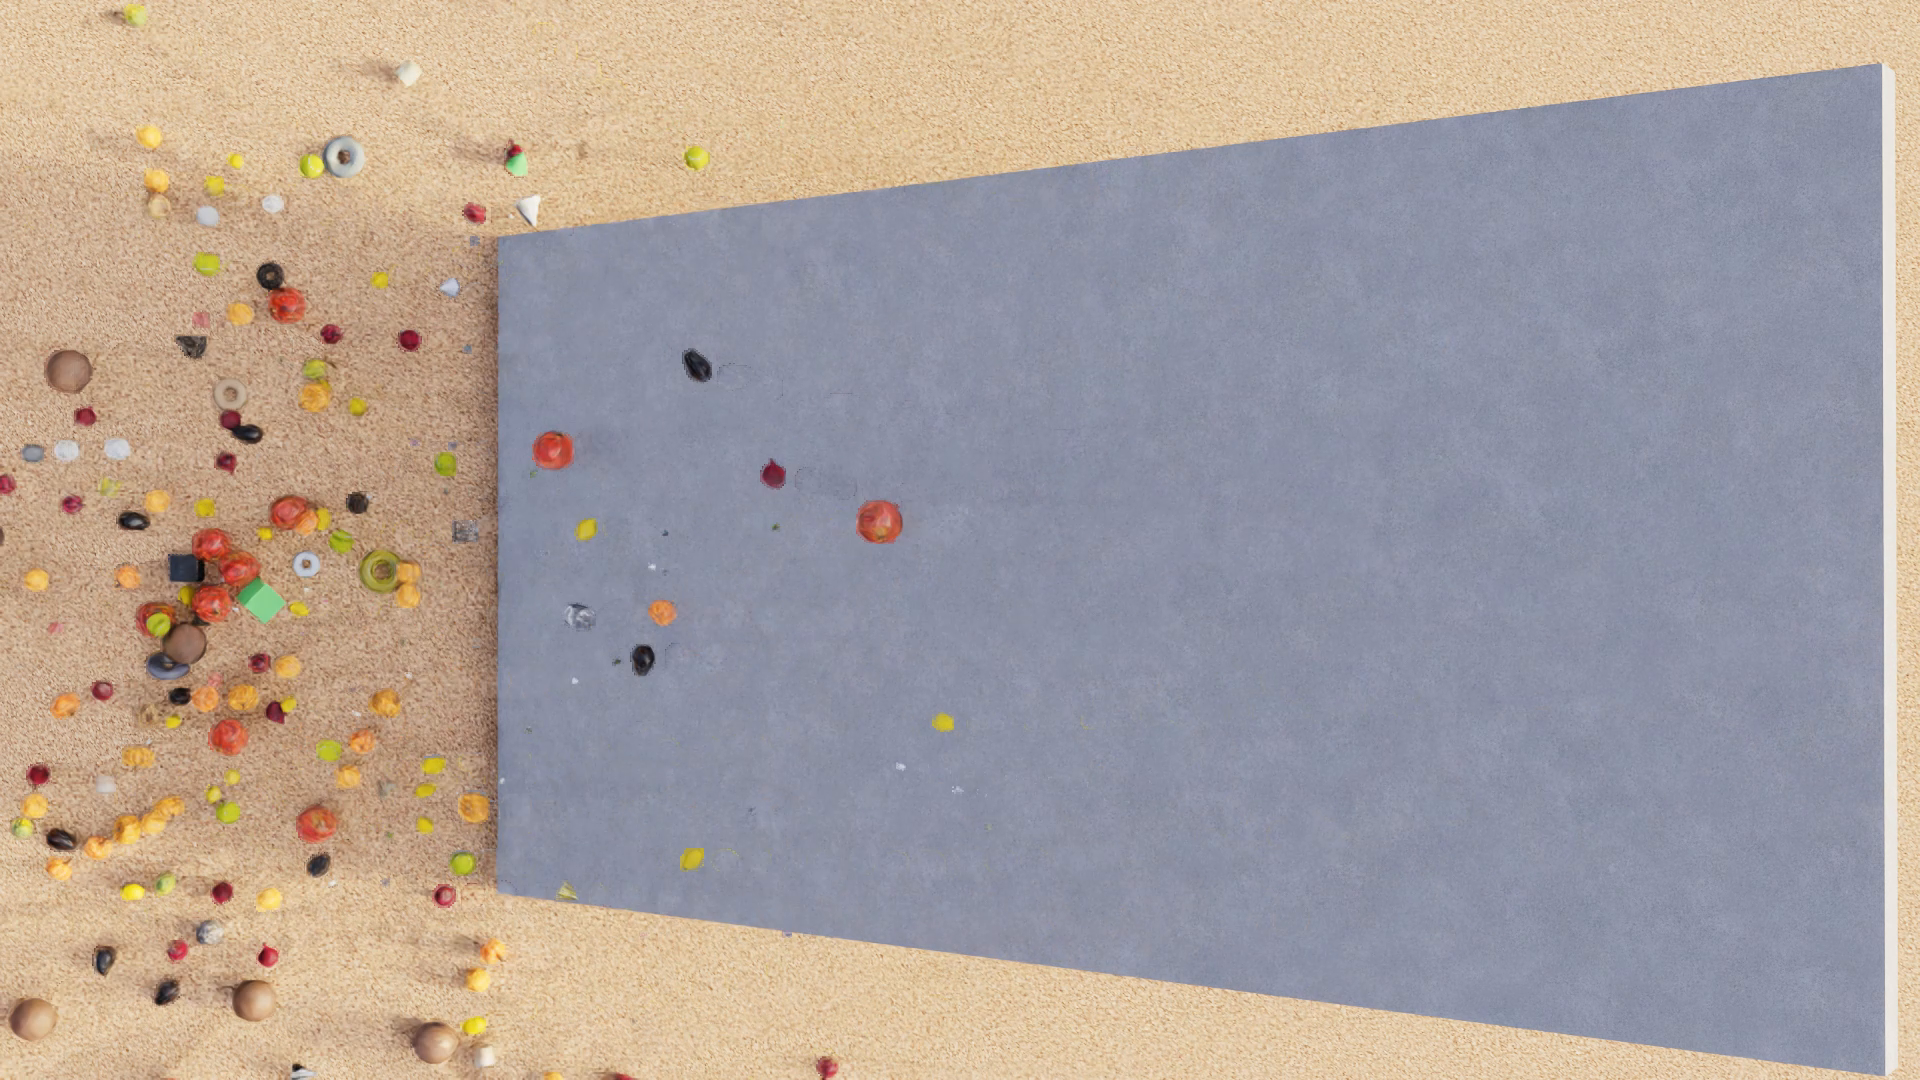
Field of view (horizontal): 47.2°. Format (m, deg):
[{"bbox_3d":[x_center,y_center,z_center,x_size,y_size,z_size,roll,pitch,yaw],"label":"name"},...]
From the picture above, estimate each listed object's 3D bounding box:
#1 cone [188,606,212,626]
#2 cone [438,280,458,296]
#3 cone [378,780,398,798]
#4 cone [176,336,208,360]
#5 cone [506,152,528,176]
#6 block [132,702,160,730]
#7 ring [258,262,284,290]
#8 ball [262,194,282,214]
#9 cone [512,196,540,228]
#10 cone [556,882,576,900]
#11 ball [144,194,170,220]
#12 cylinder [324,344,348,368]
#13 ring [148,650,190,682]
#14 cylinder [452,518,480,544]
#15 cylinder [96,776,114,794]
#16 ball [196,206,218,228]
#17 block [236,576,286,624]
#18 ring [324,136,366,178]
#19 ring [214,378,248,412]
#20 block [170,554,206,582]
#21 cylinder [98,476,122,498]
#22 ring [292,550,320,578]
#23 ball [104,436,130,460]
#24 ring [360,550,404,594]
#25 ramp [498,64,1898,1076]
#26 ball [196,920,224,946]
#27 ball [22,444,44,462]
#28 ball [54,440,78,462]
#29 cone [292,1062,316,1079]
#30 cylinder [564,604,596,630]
[{"bbox_3d":[-2.328,0.249,6.762,0.067,0.067,0.067,27,90,-26],"label":"cone"},{"bbox_3d":[-1.578,-0.772,6.746,0.054,0.054,0.054,-5,89,-39],"label":"cone"},{"bbox_3d":[-1.755,0.758,6.760,0.056,0.056,0.056,-15,90,-27],"label":"cone"},{"bbox_3d":[-2.365,-0.606,6.729,0.084,0.084,0.084,26,90,3],"label":"cone"},{"bbox_3d":[-1.337,-1.159,6.690,0.070,0.070,0.070,42,133,0],"label":"cone"},{"bbox_3d":[-2.487,0.539,6.726,0.062,0.062,0.062,-10,79,-30],"label":"block"},{"bbox_3d":[-2.122,-0.812,6.771,0.084,0.028,0.084,0,88,0],"label":"ring"},{"bbox_3d":[-2.113,-1.033,6.758,0.056,0.056,0.056,0,90,0],"label":"ball"},{"bbox_3d":[-1.313,-0.992,6.719,0.089,0.089,0.089,-17,90,0],"label":"cone"},{"bbox_3d":[-1.149,1.047,6.485,0.057,0.057,0.057,33,90,18],"label":"cone"},{"bbox_3d":[-2.463,-1.024,6.747,0.079,0.079,0.079,0,90,0],"label":"ball"},{"bbox_3d":[-1.913,-0.562,6.741,0.050,0.050,0.050,42,64,0],"label":"cylinder"},{"bbox_3d":[-2.416,0.383,6.715,0.124,0.124,0.041,22,125,0],"label":"ring"},{"bbox_3d":[-1.517,-0.027,6.749,0.060,0.060,0.060,-22,90,29],"label":"cylinder"},{"bbox_3d":[-2.620,0.750,6.737,0.051,0.051,0.051,2,86,0],"label":"cylinder"},{"bbox_3d":[-2.310,-0.994,6.754,0.065,0.065,0.065,0,90,0],"label":"ball"},{"bbox_3d":[-2.131,0.183,6.706,0.089,0.089,0.089,-48,126,-13],"label":"block"},{"bbox_3d":[-1.895,-1.178,6.766,0.130,0.043,0.130,0,90,1],"label":"ring"},{"bbox_3d":[-2.244,-0.447,6.764,0.107,0.036,0.107,0,91,1],"label":"ring"},{"bbox_3d":[-2.367,0.086,6.738,0.080,0.080,0.080,-1,90,0],"label":"block"},{"bbox_3d":[-2.609,-0.161,6.753,0.053,0.053,0.053,26,97,0],"label":"cylinder"},{"bbox_3d":[-2.011,0.074,6.764,0.084,0.028,0.084,0,91,0],"label":"ring"},{"bbox_3d":[-2.584,-0.280,6.745,0.072,0.072,0.072,0,90,0],"label":"ball"},{"bbox_3d":[-1.775,0.097,6.755,0.140,0.047,0.140,0,90,-1],"label":"ring"},{"bbox_3d":[0.237,0.066,5.558,4.000,0.100,2.000,0,89,36],"label":"ramp"},{"bbox_3d":[-2.295,1.202,6.730,0.079,0.079,0.079,0,90,0],"label":"ball"},{"bbox_3d":[-2.845,-0.266,6.751,0.058,0.058,0.058,0,90,0],"label":"ball"},{"bbox_3d":[-2.740,-0.275,6.746,0.068,0.068,0.068,0,90,0],"label":"ball"},{"bbox_3d":[-2.002,1.634,6.732,0.073,0.073,0.073,4,90,-5],"label":"cone"},{"bbox_3d":[-1.113,0.225,6.432,0.067,0.067,0.067,-15,113,-39],"label":"cylinder"}]
